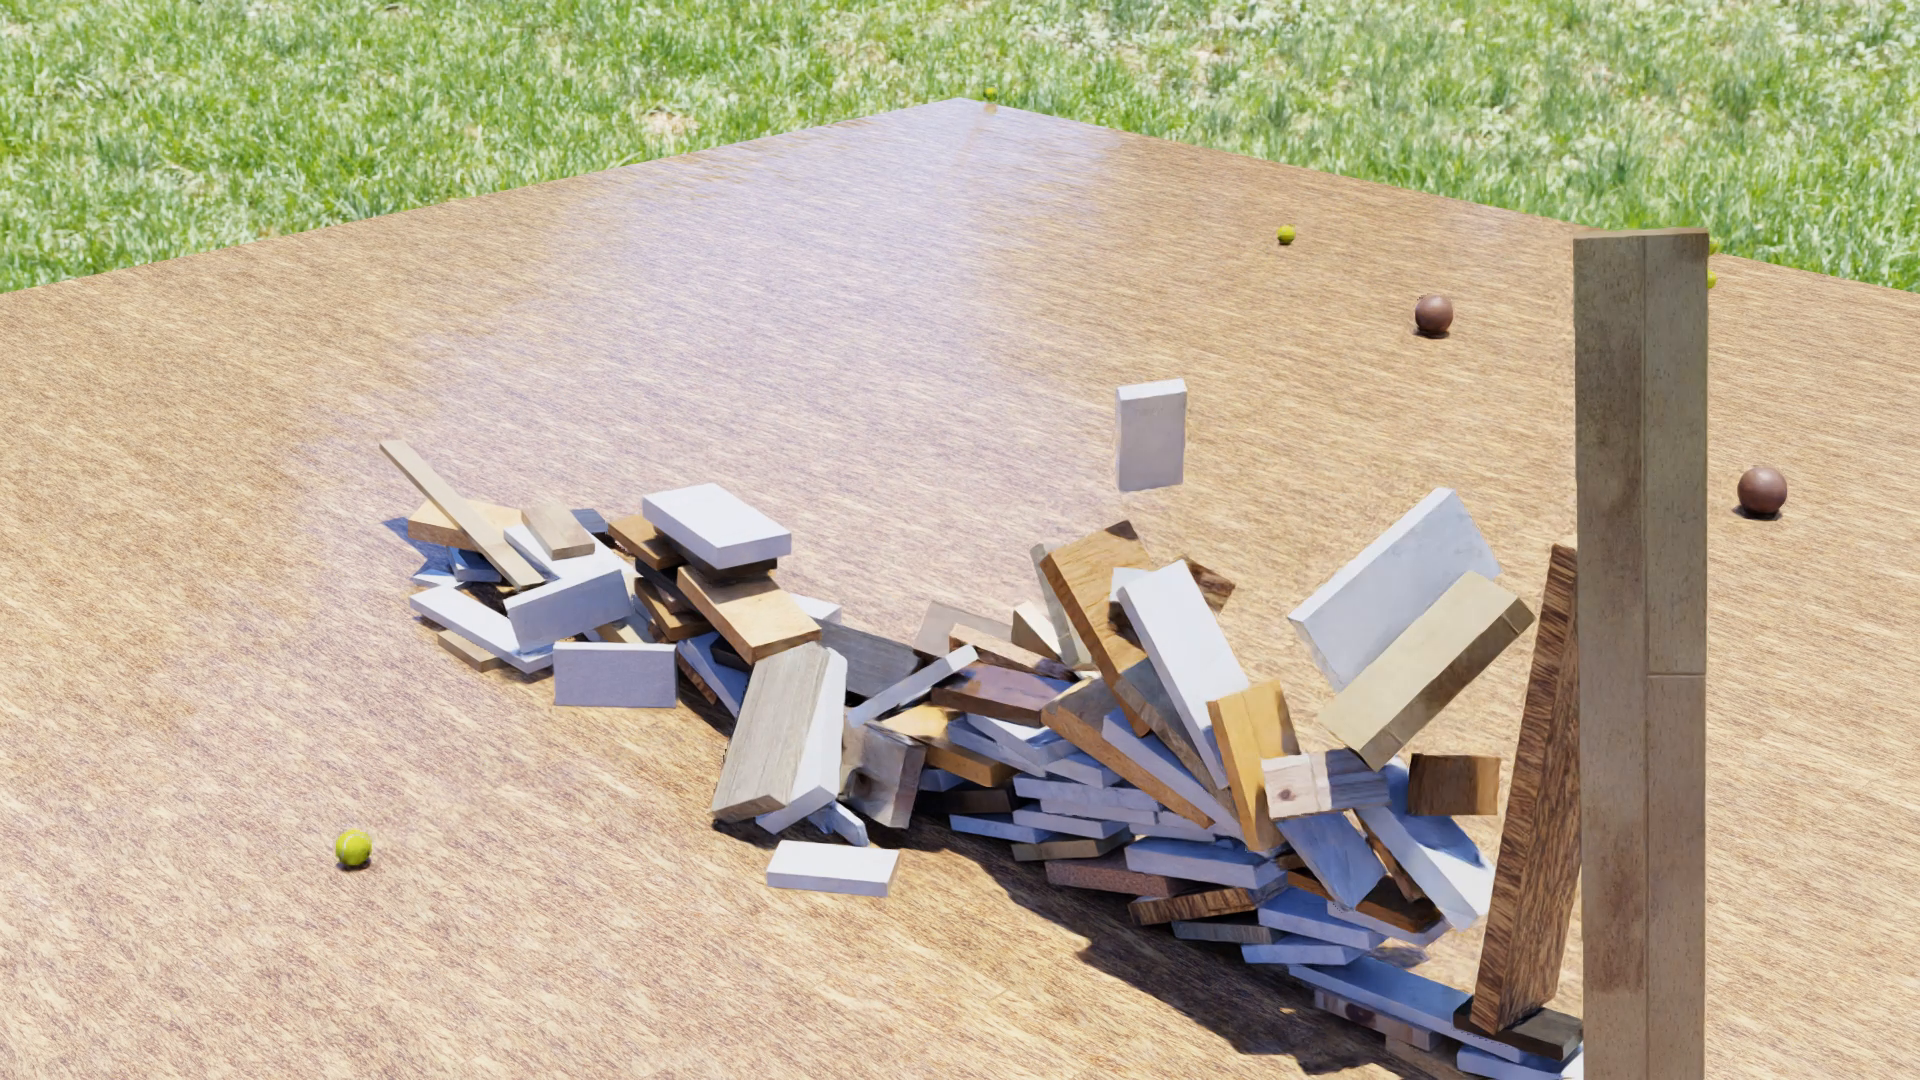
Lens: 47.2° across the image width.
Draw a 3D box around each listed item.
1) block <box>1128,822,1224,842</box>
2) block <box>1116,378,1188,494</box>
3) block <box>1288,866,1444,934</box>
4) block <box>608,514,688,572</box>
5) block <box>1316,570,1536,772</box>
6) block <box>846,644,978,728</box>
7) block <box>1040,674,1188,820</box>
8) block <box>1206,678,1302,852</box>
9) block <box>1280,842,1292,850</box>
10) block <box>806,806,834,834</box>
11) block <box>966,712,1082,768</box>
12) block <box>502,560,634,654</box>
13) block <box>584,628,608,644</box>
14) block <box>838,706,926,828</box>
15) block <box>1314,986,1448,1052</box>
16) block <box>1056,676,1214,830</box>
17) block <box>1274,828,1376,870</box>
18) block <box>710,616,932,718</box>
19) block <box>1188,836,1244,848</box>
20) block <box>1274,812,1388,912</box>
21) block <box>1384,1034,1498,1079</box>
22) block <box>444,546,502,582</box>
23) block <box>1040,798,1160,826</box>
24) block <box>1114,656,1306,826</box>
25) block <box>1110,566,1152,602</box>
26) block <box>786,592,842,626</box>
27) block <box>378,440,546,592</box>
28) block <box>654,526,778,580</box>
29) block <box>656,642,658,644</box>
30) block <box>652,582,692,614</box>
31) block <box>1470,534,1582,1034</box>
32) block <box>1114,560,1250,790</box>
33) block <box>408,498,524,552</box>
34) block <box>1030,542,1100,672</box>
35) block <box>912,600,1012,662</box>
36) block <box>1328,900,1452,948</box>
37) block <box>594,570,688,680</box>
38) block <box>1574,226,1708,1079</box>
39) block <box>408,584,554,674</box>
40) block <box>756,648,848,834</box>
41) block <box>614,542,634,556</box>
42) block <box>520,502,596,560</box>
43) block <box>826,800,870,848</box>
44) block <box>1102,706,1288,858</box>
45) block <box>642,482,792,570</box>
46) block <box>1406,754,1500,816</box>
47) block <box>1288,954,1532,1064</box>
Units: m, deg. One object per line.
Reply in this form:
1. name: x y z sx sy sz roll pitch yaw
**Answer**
1. block: 0.419 0.510 4.020 0.105 0.030 0.211 -24 15 -39
2. block: 0.343 -0.185 3.949 0.118 0.236 0.033 -8 48 -4
3. block: 0.690 0.596 3.733 0.092 0.026 0.267 -21 25 -38
4. block: -0.701 0.002 5.014 0.108 0.031 0.216 -17 34 -34
5. block: 0.743 0.206 3.524 0.349 0.049 0.175 -44 19 1
6. block: -0.093 0.284 4.276 0.250 0.035 0.125 -31 -3 25
7. block: 0.322 0.374 4.012 0.350 0.037 0.132 32 46 32
8. block: 0.505 0.373 3.648 0.129 0.258 0.037 -16 0 -27
9. block: 0.575 0.524 3.845 0.116 0.016 0.058 -14 6 43
10. block: -0.294 0.540 4.410 0.017 0.058 0.117 -25 32 -26
11. block: 0.135 0.350 4.162 0.132 0.037 0.265 -17 22 -25
12. block: -0.890 0.152 5.005 0.269 0.135 0.038 -20 39 -14
13. block: -0.851 0.150 5.276 0.174 0.049 0.348 -11 33 -30
14. block: -0.199 0.448 4.432 0.048 0.168 0.337 9 6 -37
15. block: 0.737 0.797 3.764 0.116 0.033 0.232 -21 24 -41
16. block: 0.366 0.364 3.955 0.180 0.051 0.359 -30 48 -35
17. block: 0.640 0.529 3.776 0.092 0.026 0.185 -21 1 -43
18. block: -0.300 0.251 4.709 0.486 0.048 0.168 14 45 34
19. block: 0.470 0.531 3.967 0.058 0.016 0.116 -22 14 -34
20. block: 0.611 0.506 3.620 0.097 0.193 0.027 -42 11 -20
21. block: 0.840 0.867 3.676 0.116 0.033 0.232 -19 30 -38
22. block: -1.233 0.051 5.568 0.109 0.031 0.219 3 19 -22
23. block: 0.289 0.488 4.116 0.105 0.030 0.293 -22 14 -40
24. block: 0.439 0.322 3.773 0.167 0.047 0.333 -29 64 -30
25. block: 0.325 0.084 3.844 0.121 0.060 0.017 7 -9 5
26. block: -0.541 0.161 5.317 0.495 0.050 0.176 13 26 28
27. block: -1.259 -0.071 5.515 0.066 0.019 0.854 -10 31 -35
28. block: -0.546 0.001 4.895 0.160 0.045 0.320 -10 24 -27
29. block: -0.624 0.177 5.062 0.135 0.038 0.269 10 43 -14
30. block: -0.633 0.101 4.981 0.102 0.029 0.203 -8 27 -20
31. block: 0.922 0.379 3.413 0.167 0.848 0.047 -17 31 -38
32. block: 0.407 0.225 3.712 0.129 0.375 0.037 -22 -11 -27
33. block: -1.187 -0.029 5.533 0.353 0.050 0.176 12 25 4
34. block: 0.221 0.127 4.191 0.125 0.250 0.035 5 -30 -46
35. block: 0.066 0.227 4.548 0.306 0.033 0.118 17 62 7
36. block: 0.727 0.629 3.712 0.191 0.027 0.095 14 26 42
37. block: -0.730 0.205 5.105 0.174 0.049 0.348 -19 44 -37
38. block: 0.994 0.281 3.204 0.175 1.467 0.049 -1 17 16
39. block: -1.116 0.205 5.166 0.102 0.029 0.501 -21 31 -40
40. block: -0.319 0.403 4.447 0.180 0.051 0.360 -33 36 29
41. block: -0.823 0.009 5.716 0.131 0.019 0.066 -17 28 -35
42. block: -0.983 -0.021 5.374 0.109 0.031 0.219 -10 32 -29
43. block: -0.236 0.553 4.352 0.017 0.059 0.199 -20 24 -24
44. block: 0.451 0.389 3.846 0.180 0.051 0.389 -28 48 -34
45. block: -0.539 -0.034 4.851 0.180 0.051 0.360 -12 25 -32
46. block: 0.817 0.405 3.637 0.194 0.097 0.027 5 -1 -37
47. block: 0.771 0.776 3.725 0.095 0.027 0.461 -21 24 -41
